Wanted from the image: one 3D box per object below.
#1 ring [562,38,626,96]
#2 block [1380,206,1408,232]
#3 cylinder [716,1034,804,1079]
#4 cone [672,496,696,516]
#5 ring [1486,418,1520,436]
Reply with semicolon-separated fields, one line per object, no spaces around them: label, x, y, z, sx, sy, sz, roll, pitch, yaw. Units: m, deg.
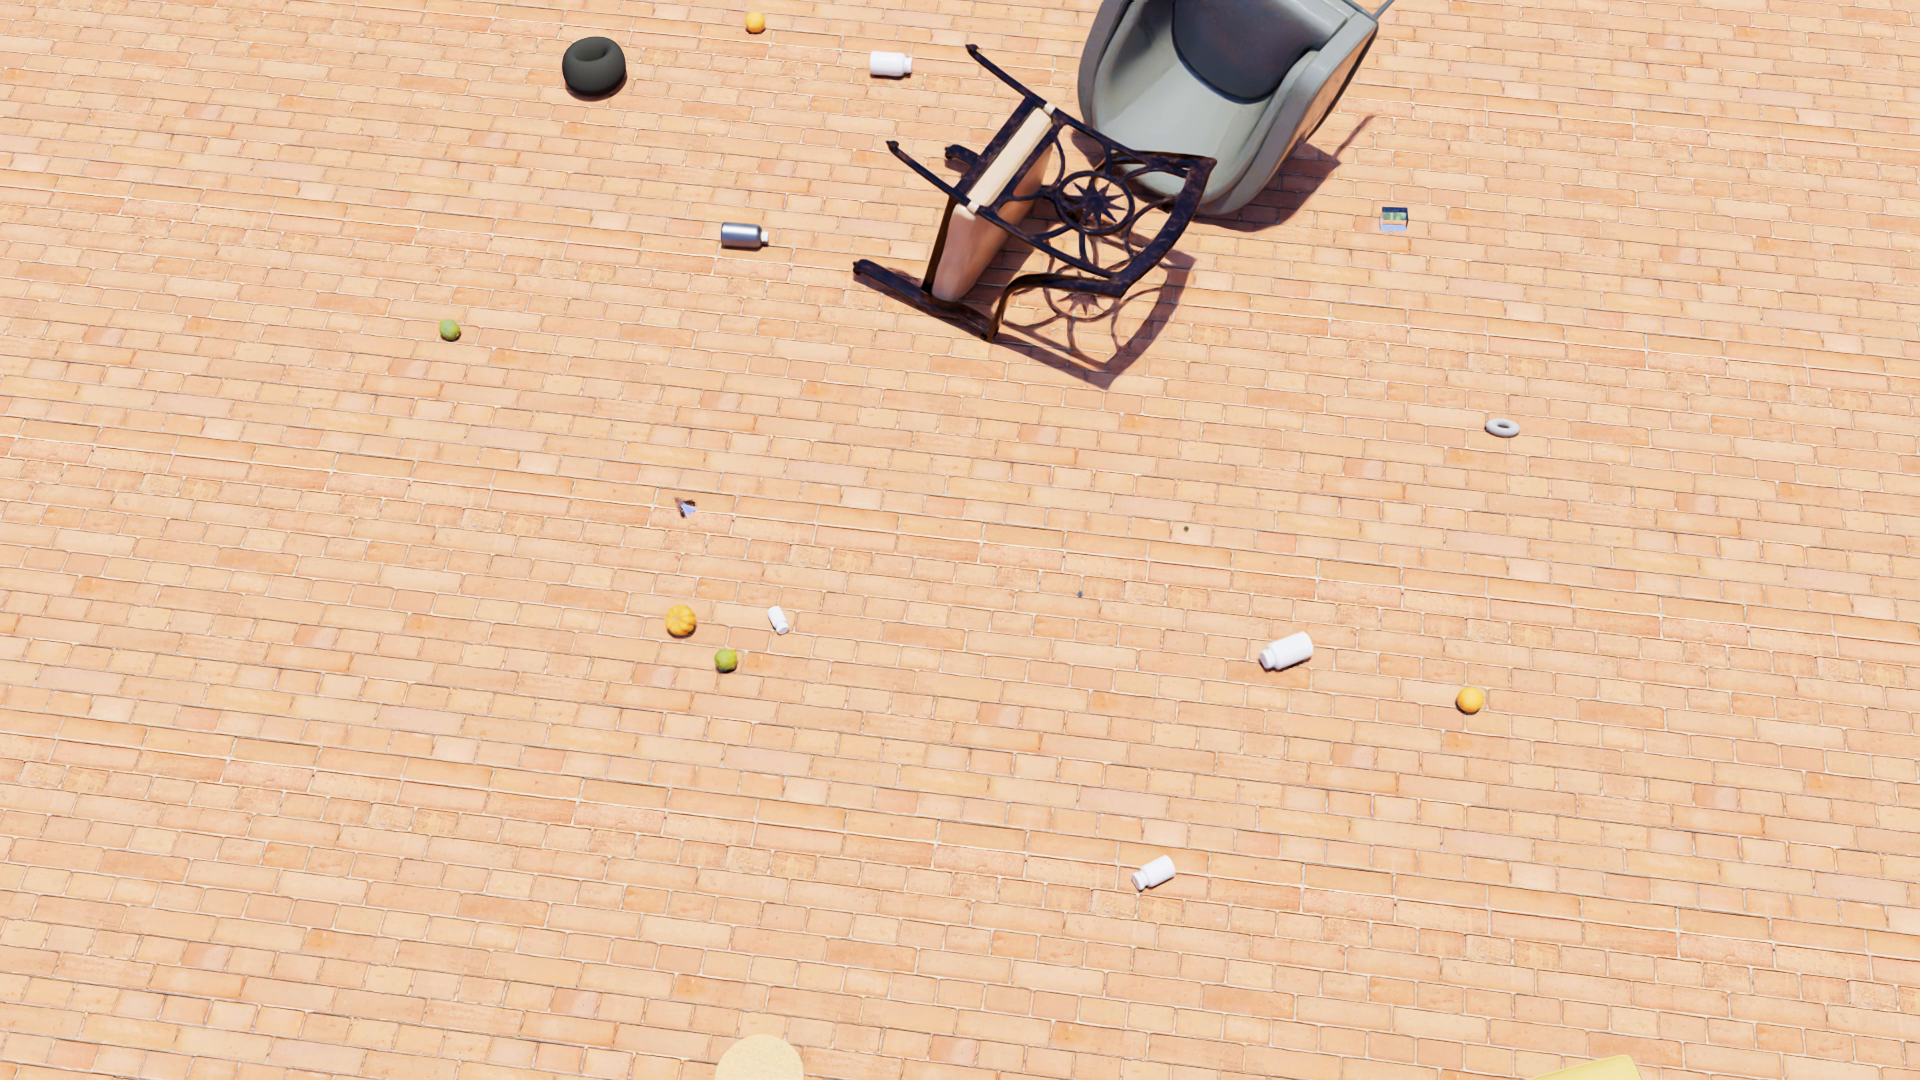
ring;-1.263;-1.635;7.588;0.225;0.138;0.204;-32;55;-25
block;1.432;-1.059;7.253;0.084;0.053;0.059;2;56;1
cylinder;-0.503;1.384;5.565;0.221;0.133;0.230;20;58;13
cone;-0.845;-0.113;6.635;0.053;0.054;0.085;-46;48;-12
ring;1.675;-0.347;6.787;0.107;0.034;0.057;9;55;5
